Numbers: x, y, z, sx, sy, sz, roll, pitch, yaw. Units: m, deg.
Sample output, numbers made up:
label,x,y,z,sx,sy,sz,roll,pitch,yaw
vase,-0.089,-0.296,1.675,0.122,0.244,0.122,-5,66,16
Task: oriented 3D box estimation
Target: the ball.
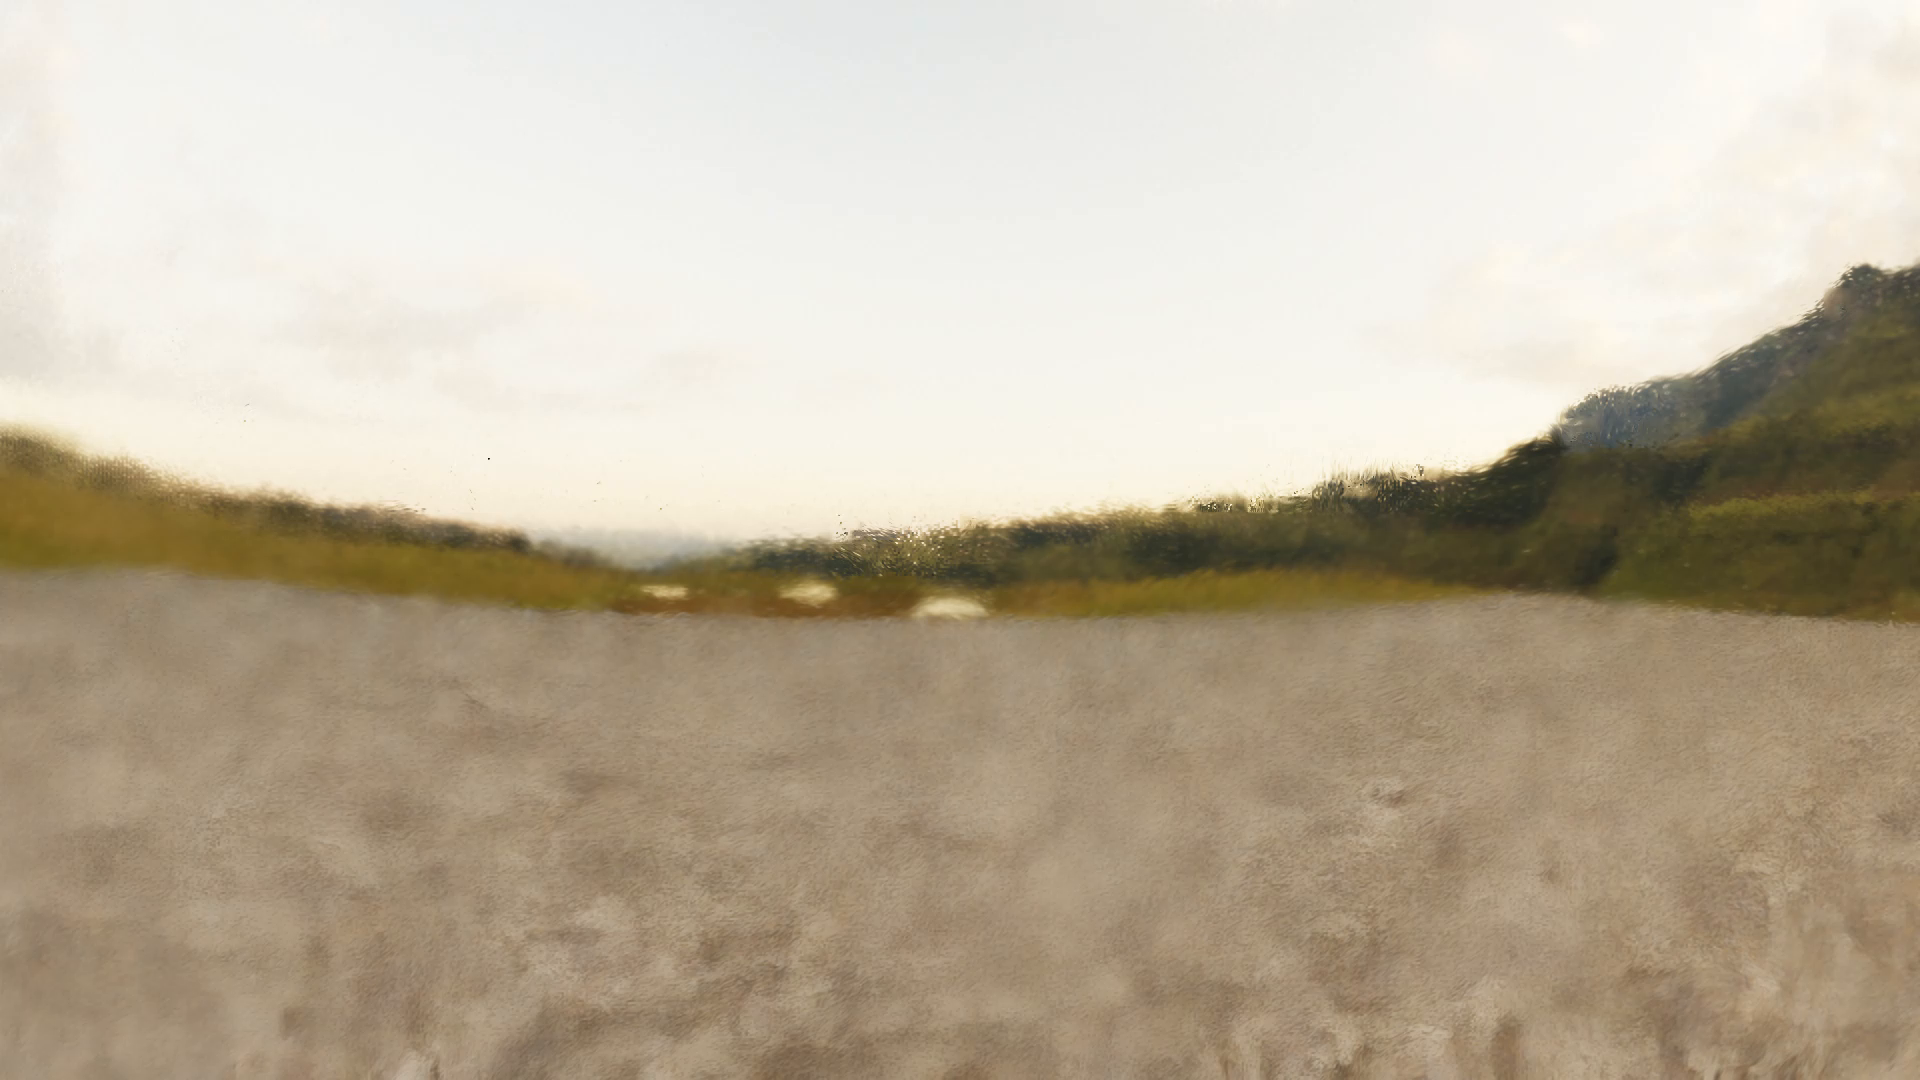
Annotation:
label,x,y,z,sx,sy,sz,roll,pitch,yaw
ball,0.000,-0.002,0.056,0.080,0.080,0.080,0,4,0
